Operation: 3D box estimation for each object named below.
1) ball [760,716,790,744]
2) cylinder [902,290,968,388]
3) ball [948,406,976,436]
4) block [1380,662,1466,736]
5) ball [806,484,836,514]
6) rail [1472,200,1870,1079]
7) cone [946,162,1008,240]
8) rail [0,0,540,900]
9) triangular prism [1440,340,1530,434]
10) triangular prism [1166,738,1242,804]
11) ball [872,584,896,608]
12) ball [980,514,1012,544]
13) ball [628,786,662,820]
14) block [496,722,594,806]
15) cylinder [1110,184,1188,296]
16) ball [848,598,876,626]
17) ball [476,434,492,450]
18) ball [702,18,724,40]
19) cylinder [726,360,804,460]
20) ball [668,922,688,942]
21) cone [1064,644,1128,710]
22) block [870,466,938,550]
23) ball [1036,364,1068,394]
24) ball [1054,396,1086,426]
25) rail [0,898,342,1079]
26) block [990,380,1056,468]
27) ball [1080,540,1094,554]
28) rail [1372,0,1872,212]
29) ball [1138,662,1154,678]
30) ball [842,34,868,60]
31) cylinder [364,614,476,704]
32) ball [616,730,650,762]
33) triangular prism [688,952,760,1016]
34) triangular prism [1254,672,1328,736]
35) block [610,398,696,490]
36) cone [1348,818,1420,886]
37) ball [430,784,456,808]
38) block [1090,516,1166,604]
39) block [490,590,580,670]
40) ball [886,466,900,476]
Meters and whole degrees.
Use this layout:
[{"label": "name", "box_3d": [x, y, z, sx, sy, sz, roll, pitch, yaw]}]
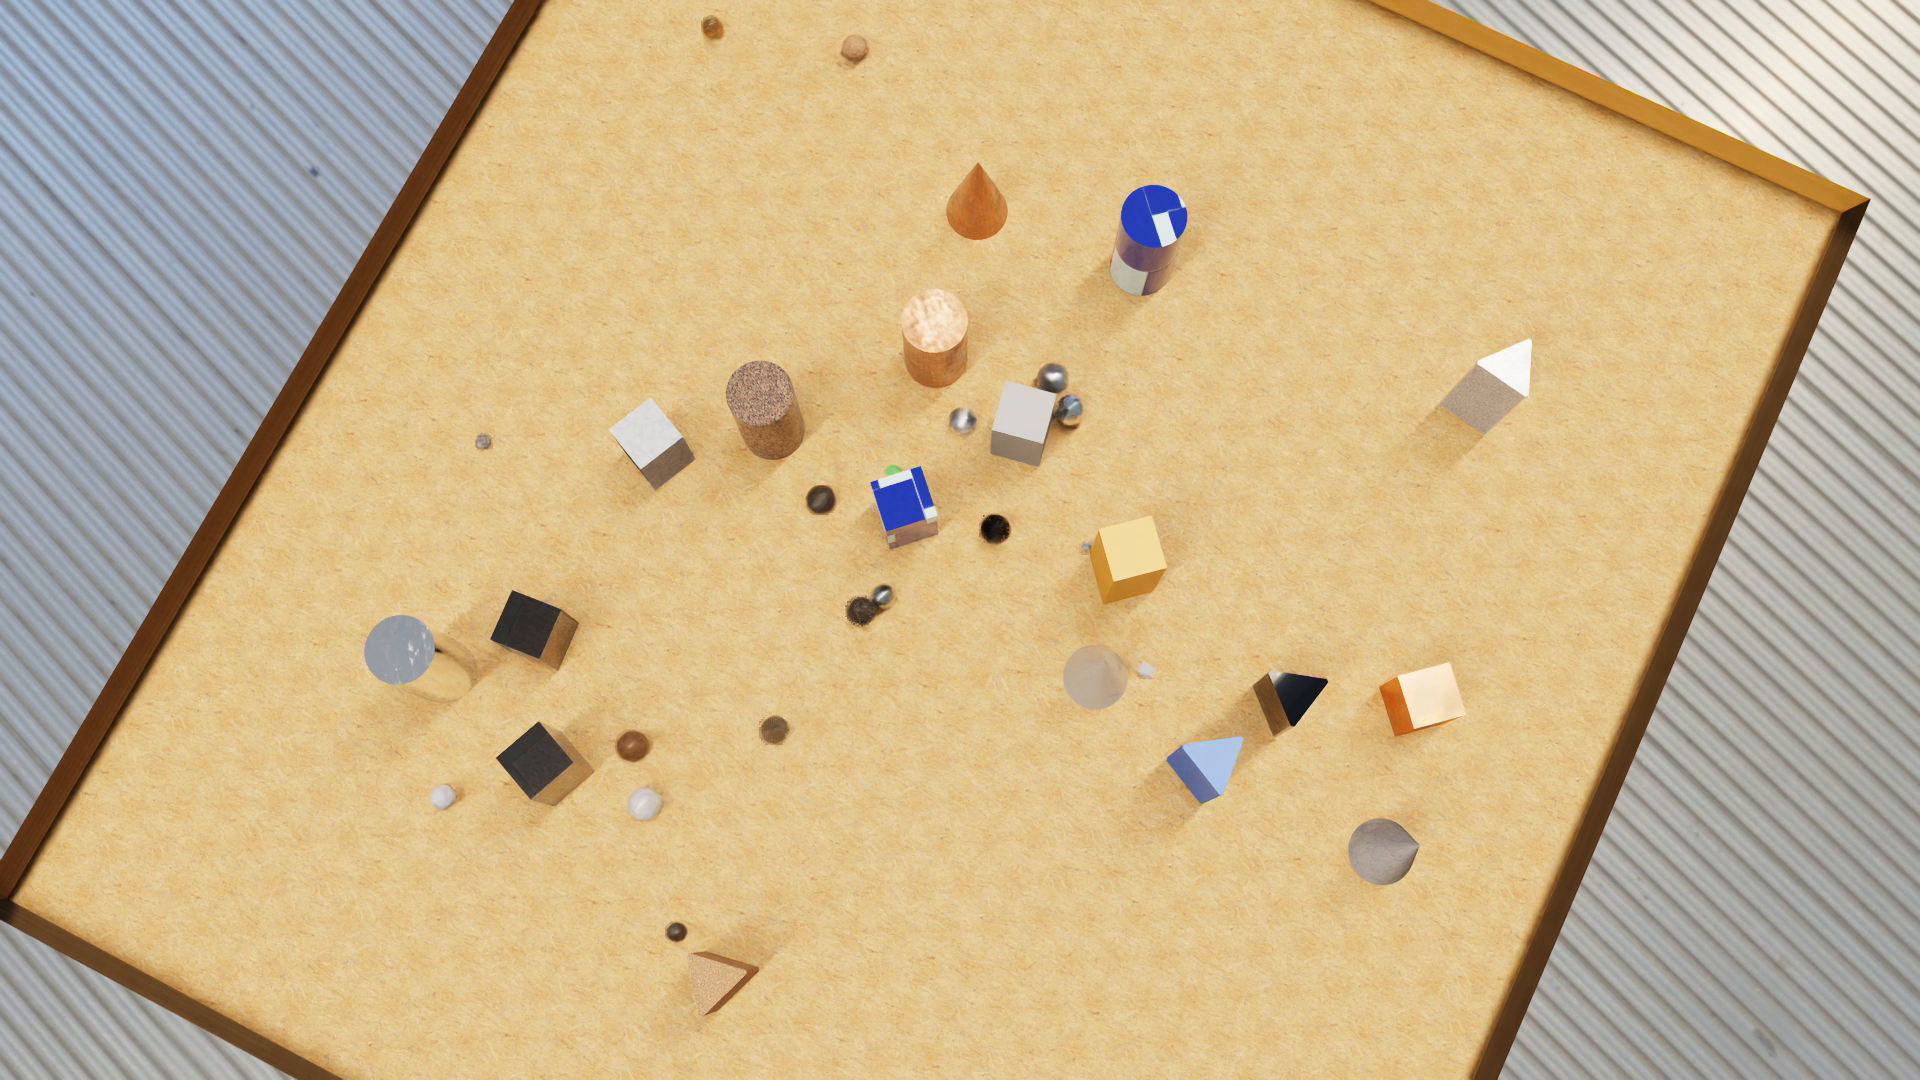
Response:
[{"label": "ball", "box_3d": [-0.551, 0.565, 5.457, 0.084, 0.084, 0.084, 0, 78, 0]}, {"label": "cylinder", "box_3d": [-0.075, -0.606, 5.556, 0.196, 0.365, 0.196, 0, 78, 0]}, {"label": "ball", "box_3d": [0.007, -0.367, 5.647, 0.088, 0.088, 0.088, 0, 78, 0]}, {"label": "block", "box_3d": [1.359, 0.472, 5.395, 0.157, 0.242, 0.157, -15, 79, -3]}, {"label": "ball", "box_3d": [-0.424, -0.125, 5.596, 0.092, 0.092, 0.092, 0, 78, 0]}, {"label": "rail", "box_3d": [1.817, 0.897, 5.365, 0.045, 0.127, 4.469, 26, 80, 5]}, {"label": "cone", "box_3d": [0.054, -1.087, 5.643, 0.196, 0.388, 0.196, 0, 78, 0]}, {"label": "rail", "box_3d": [-1.817, -0.883, 5.733, 0.045, 0.127, 4.469, 26, 80, 5]}, {"label": "triangular prism", "box_3d": [1.605, -0.478, 5.497, 0.170, 0.427, 0.147, 36, 81, 7]}, {"label": "triangular prism", "box_3d": [0.727, 0.634, 5.275, 0.147, 0.413, 0.170, -37, 81, -7]}, {"label": "ball", "box_3d": [-0.230, 0.169, 5.543, 0.076, 0.076, 0.076, 0, 78, 0]}, {"label": "ball", "box_3d": [0.109, -0.032, 5.575, 0.094, 0.094, 0.094, 0, 78, 0]}, {"label": "ball", "box_3d": [-0.931, 0.778, 5.406, 0.098, 0.098, 0.098, 0, 78, 0]}, {"label": "block", "box_3d": [-1.200, 0.653, 5.323, 0.157, 0.311, 0.157, -41, 81, -8]}, {"label": "cylinder", "box_3d": [0.570, -0.909, 5.589, 0.196, 0.423, 0.196, 0, 78, 0]}, {"label": "ball", "box_3d": [-0.297, 0.215, 5.529, 0.085, 0.085, 0.085, 0, 78, 0]}, {"label": "ball", "box_3d": [-1.471, -0.301, 5.654, 0.048, 0.048, 0.048, 0, 78, 0]}, {"label": "ball", "box_3d": [-0.798, -1.654, 5.924, 0.068, 0.068, 0.068, 0, 78, 0]}, {"label": "cylinder", "box_3d": [-0.579, -0.384, 5.491, 0.196, 0.402, 0.196, 0, 78, 0]}, {"label": "ball", "box_3d": [-0.826, 1.146, 5.350, 0.058, 0.058, 0.058, 0, 78, 0]}, {"label": "cone", "box_3d": [0.409, 0.374, 5.340, 0.196, 0.389, 0.196, 0, 78, 0]}, {"label": "block", "box_3d": [-0.165, -0.094, 5.499, 0.157, 0.269, 0.157, -18, 79, -4]}, {"label": "ball", "box_3d": [0.285, -0.499, 5.671, 0.097, 0.097, 0.097, 0, 78, 0]}, {"label": "ball", "box_3d": [0.341, -0.399, 5.650, 0.096, 0.096, 0.096, 0, 78, 0]}, {"label": "rail", "box_3d": [-0.989, 1.943, 5.148, 4.111, 0.127, 0.045, 26, 80, 5]}, {"label": "block", "box_3d": [0.190, -0.349, 5.544, 0.157, 0.284, 0.157, 15, 79, 3]}, {"label": "ball", "box_3d": [0.388, 0.022, 5.591, 0.042, 0.042, 0.042, 0, 78, 0]}, {"label": "rail", "box_3d": [0.989, -1.929, 5.950, 4.111, 0.127, 0.045, 26, 80, 5]}, {"label": "ball", "box_3d": [0.558, 0.389, 5.512, 0.046, 0.046, 0.046, 0, 78, 0]}, {"label": "ball", "box_3d": [-0.340, -1.586, 5.903, 0.082, 0.082, 0.082, 0, 78, 0]}, {"label": "cylinder", "box_3d": [-1.558, 0.350, 5.313, 0.196, 0.453, 0.196, 0, 78, 0]}, {"label": "ball", "box_3d": [-0.970, 0.612, 5.441, 0.096, 0.096, 0.096, 0, 78, 0]}, {"label": "triangular prism", "box_3d": [-0.698, 1.225, 5.193, 0.170, 0.332, 0.147, -43, 81, -8]}, {"label": "triangular prism", "box_3d": [0.941, 0.450, 5.373, 0.147, 0.294, 0.170, 38, 81, 7]}, {"label": "block", "box_3d": [-0.928, -0.288, 5.539, 0.157, 0.269, 0.157, -39, 81, -7]}, {"label": "cone", "box_3d": [1.247, 0.875, 5.198, 0.196, 0.466, 0.196, 0, 78, 0]}, {"label": "ball", "box_3d": [-1.529, 0.759, 5.423, 0.072, 0.072, 0.072, 0, 78, 0]}, {"label": "block", "box_3d": [0.492, 0.064, 5.404, 0.157, 0.390, 0.157, -14, 79, -3]}, {"label": "block", "box_3d": [-1.258, 0.270, 5.431, 0.157, 0.254, 0.157, 21, 79, 4]}, {"label": "ball", "box_3d": [-0.205, -0.205, 5.634, 0.049, 0.049, 0.049, 0, 78, 0]}]
